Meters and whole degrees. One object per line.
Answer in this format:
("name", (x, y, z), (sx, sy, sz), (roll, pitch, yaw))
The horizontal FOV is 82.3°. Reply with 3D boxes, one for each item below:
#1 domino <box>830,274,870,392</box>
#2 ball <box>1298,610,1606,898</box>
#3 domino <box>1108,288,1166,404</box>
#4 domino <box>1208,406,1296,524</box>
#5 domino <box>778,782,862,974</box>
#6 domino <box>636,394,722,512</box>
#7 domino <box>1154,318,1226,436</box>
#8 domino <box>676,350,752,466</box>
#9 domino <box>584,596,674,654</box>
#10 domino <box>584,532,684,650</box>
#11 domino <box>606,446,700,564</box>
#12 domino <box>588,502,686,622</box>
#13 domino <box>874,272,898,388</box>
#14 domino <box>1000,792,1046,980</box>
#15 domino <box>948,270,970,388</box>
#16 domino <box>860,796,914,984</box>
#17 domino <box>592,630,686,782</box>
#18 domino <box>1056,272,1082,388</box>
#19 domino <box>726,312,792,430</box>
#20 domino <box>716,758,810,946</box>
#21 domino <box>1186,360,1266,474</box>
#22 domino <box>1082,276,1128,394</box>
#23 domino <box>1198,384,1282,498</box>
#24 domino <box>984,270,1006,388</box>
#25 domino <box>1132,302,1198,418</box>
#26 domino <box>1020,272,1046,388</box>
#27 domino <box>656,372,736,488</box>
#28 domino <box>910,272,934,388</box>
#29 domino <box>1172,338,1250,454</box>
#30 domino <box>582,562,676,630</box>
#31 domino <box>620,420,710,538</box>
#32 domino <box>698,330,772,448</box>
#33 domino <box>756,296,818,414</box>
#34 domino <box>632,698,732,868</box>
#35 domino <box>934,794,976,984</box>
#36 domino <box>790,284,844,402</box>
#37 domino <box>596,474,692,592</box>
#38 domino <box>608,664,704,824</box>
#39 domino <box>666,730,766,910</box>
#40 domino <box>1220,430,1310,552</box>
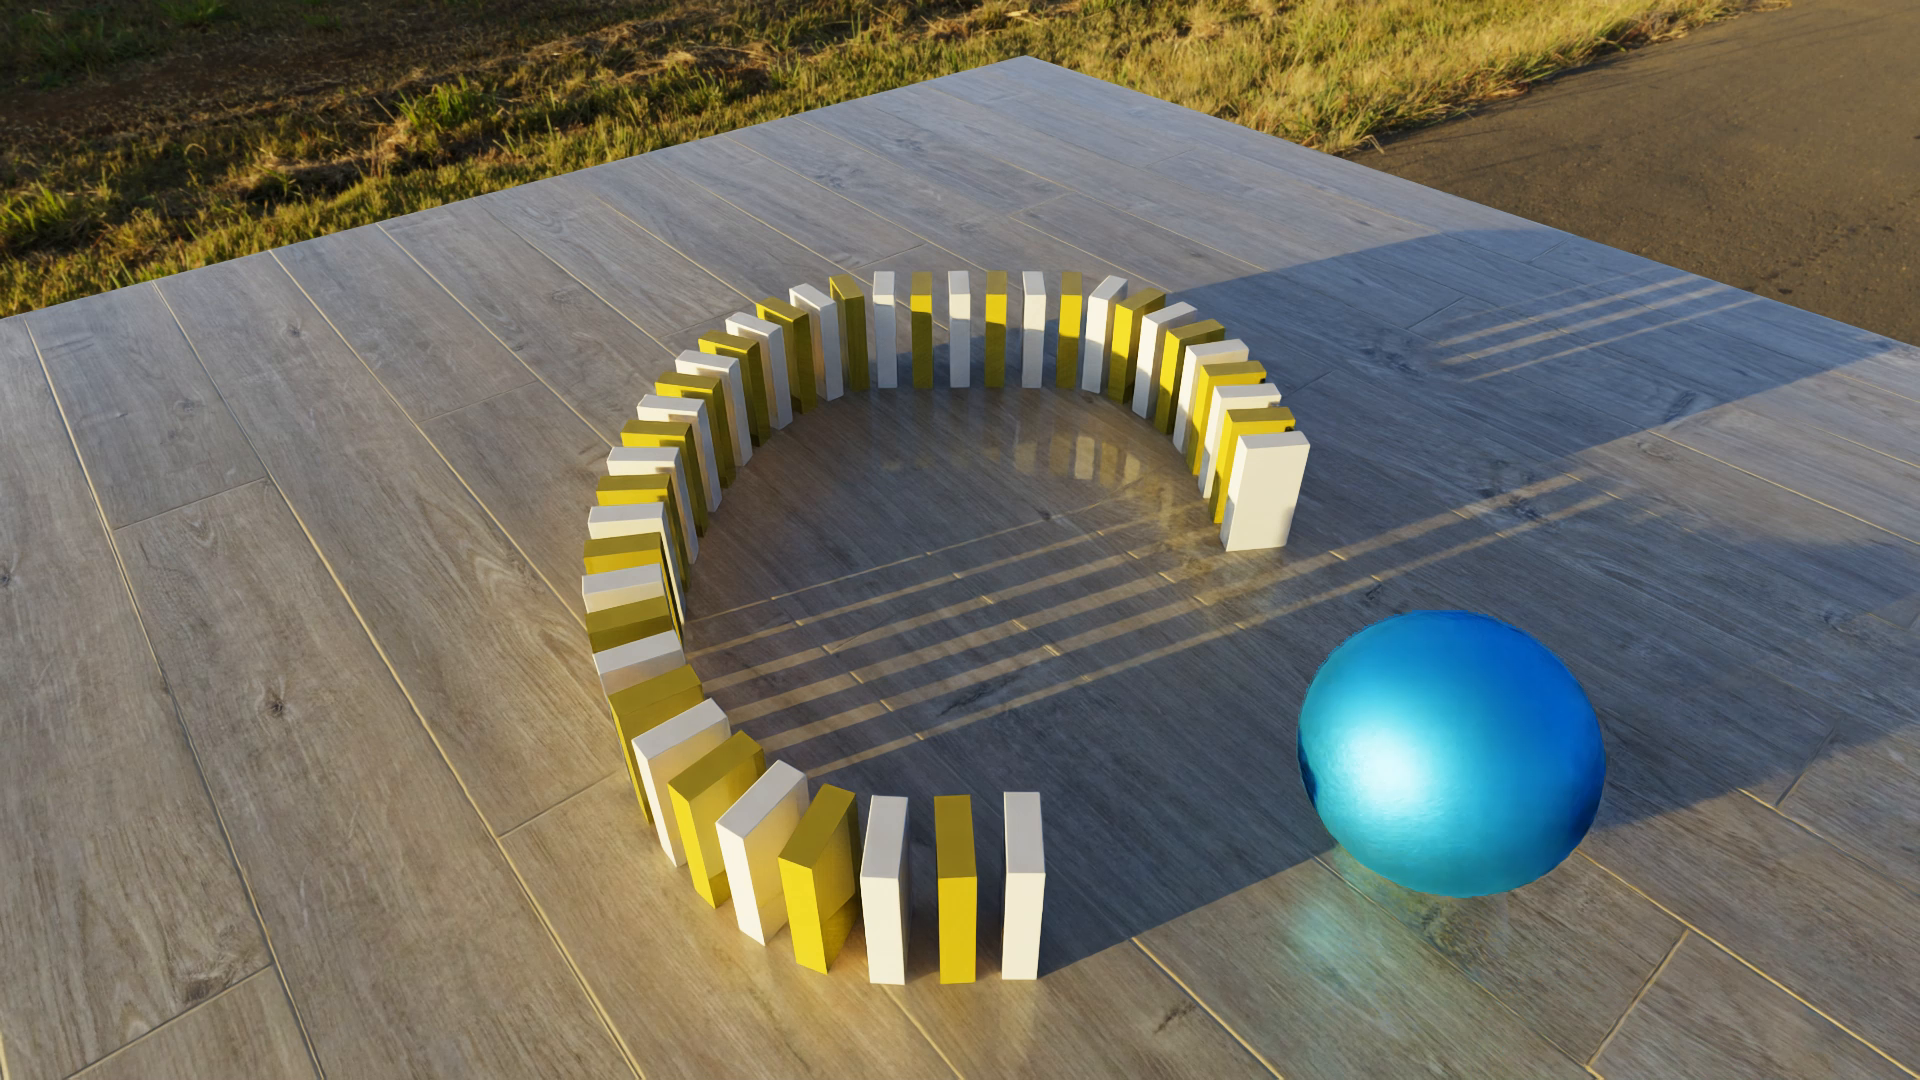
("domino", (-0.053, -0.100, 0.534), (0.009, 0.050, 0.025), (-14, 41, -16))
("ball", (0.138, 0.060, 0.314), (0.080, 0.080, 0.080), (0, 39, 0))
("domino", (0.084, -0.092, 0.524), (0.025, 0.050, 0.010), (-32, 49, -33))
("domino", (0.118, -0.030, 0.448), (0.025, 0.050, 0.009), (-3, 39, -3))
("domino", (-0.036, 0.092, 0.299), (0.009, 0.050, 0.025), (14, 41, 17))
("domino", (-0.115, -0.035, 0.454), (0.025, 0.050, 0.010), (6, 40, 7))
("domino", (0.104, -0.074, 0.502), (0.025, 0.050, 0.010), (-18, 43, -20))
("domino", (-0.107, -0.057, 0.481), (0.025, 0.050, 0.010), (12, 41, 14))
("domino", (-0.104, 0.043, 0.360), (0.025, 0.050, 0.009), (-13, 41, -16))
("domino", (-0.114, 0.021, 0.386), (0.025, 0.050, 0.009), (-7, 40, -8))
("domino", (-0.118, -0.013, 0.427), (0.025, 0.050, 0.010), (1, 39, 1))
("domino", (-0.116, 0.010, 0.400), (0.025, 0.050, 0.009), (-4, 40, -5))
("domino", (-0.036, -0.102, 0.536), (0.009, 0.050, 0.025), (-1, 39, -1))
("domino", (0.016, 0.094, 0.297), (0.009, 0.050, 0.025), (0, 39, 0))
("domino", (0.000, -0.103, 0.537), (0.010, 0.050, 0.025), (-1, 39, -2))
("domino", (-0.019, 0.095, 0.296), (0.010, 0.050, 0.025), (2, 39, 3))
("domino", (-0.097, 0.053, 0.347), (0.025, 0.050, 0.010), (-17, 42, -20))
("domino", (0.053, -0.102, 0.536), (0.010, 0.050, 0.025), (3, 39, 4))
("domino", (-0.092, -0.078, 0.506), (0.025, 0.050, 0.009), (23, 45, 25))
("domino", (-0.052, 0.087, 0.305), (0.009, 0.050, 0.025), (23, 44, 25))
("domino", (0.115, -0.052, 0.475), (0.025, 0.050, 0.010), (-5, 40, -7))
("domino", (0.070, -0.099, 0.533), (0.010, 0.050, 0.025), (19, 43, 22))
("domino", (0.117, -0.041, 0.462), (0.025, 0.050, 0.009), (-4, 39, -4))
("domino", (0.017, -0.103, 0.537), (0.009, 0.050, 0.025), (1, 39, 2))
("domino", (0.095, -0.084, 0.513), (0.025, 0.050, 0.009), (-24, 45, -27))
("domino", (0.035, -0.102, 0.536), (0.010, 0.050, 0.025), (0, 39, 0))
("domino", (-0.112, -0.046, 0.468), (0.025, 0.050, 0.009), (8, 40, 10))
("domino", (-0.018, -0.102, 0.536), (0.010, 0.050, 0.025), (0, 39, 0))
("domino", (0.111, -0.063, 0.489), (0.025, 0.050, 0.010), (-10, 40, -12))
("domino", (-0.110, 0.032, 0.373), (0.025, 0.050, 0.010), (-10, 40, -12))
("domino", (-0.117, -0.024, 0.441), (0.025, 0.050, 0.009), (3, 39, 4))
("domino", (-0.101, -0.068, 0.494), (0.025, 0.050, 0.010), (16, 42, 19))
("domino", (-0.081, -0.086, 0.517), (0.025, 0.050, 0.009), (29, 48, 31))
("domino", (-0.078, 0.072, 0.324), (0.025, 0.050, 0.009), (-27, 47, -29))
("domino", (-0.001, 0.095, 0.296), (0.009, 0.050, 0.025), (-2, 39, -3))
("domino", (-0.068, -0.094, 0.527), (0.009, 0.050, 0.025), (-28, 47, -30))
("domino", (-0.118, -0.002, 0.413), (0.025, 0.050, 0.009), (-2, 39, -3))
("domino", (-0.089, 0.063, 0.335), (0.025, 0.050, 0.010), (-21, 44, -24))
("domino", (-0.066, 0.080, 0.314), (0.009, 0.050, 0.025), (30, 48, 32))
("domino", (0.120, -0.019, 0.434), (0.025, 0.050, 0.009), (-5, 40, -6))
